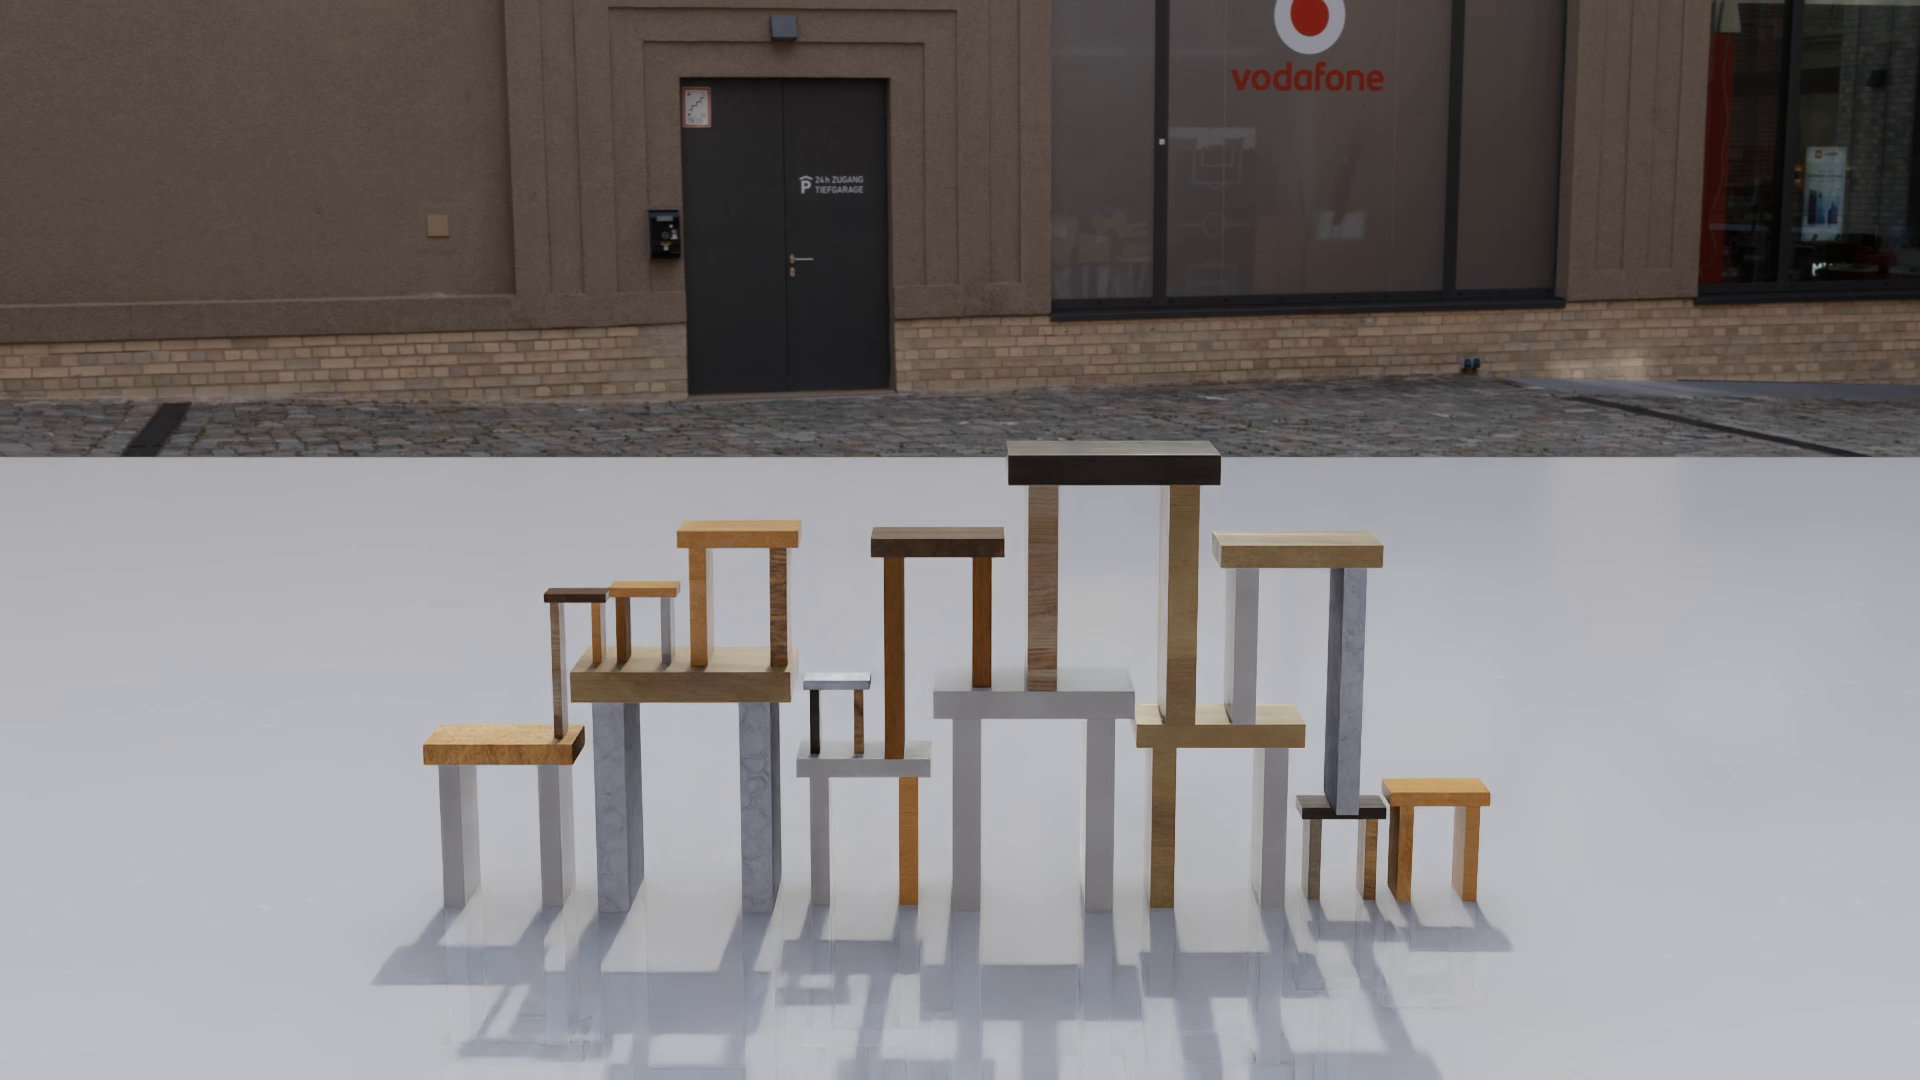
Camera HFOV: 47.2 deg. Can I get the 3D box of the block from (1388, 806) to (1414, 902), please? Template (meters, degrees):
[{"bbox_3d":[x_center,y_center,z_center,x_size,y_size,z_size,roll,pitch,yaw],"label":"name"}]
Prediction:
[{"bbox_3d":[0.733,0.509,3.659,0.023,0.163,0.081,0,11,0],"label":"block"}]

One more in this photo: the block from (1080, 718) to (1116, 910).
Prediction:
[{"bbox_3d":[0.227,0.431,3.639,0.046,0.323,0.162,0,11,0],"label":"block"}]

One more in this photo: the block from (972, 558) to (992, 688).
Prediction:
[{"bbox_3d":[0.036,0.123,3.580,0.030,0.213,0.107,0,11,0],"label":"block"}]

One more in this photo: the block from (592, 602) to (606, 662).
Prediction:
[{"bbox_3d":[-0.589,0.146,3.586,0.014,0.100,0.050,0,11,0],"label":"block"}]

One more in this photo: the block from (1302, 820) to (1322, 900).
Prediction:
[{"bbox_3d":[0.585,0.521,3.662,0.020,0.139,0.069,0,11,0],"label":"block"}]

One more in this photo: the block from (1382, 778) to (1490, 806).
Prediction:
[{"bbox_3d":[0.787,0.418,3.642,0.163,0.023,0.081,0,11,0],"label":"block"}]

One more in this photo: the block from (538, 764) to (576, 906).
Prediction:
[{"bbox_3d":[-0.668,0.472,3.644,0.034,0.241,0.121,0,11,0],"label":"block"}]

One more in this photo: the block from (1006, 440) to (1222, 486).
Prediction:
[{"bbox_3d":[0.243,-0.125,3.540,0.334,0.047,0.167,0,11,0],"label":"block"}]

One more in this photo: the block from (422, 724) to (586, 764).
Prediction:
[{"bbox_3d":[-0.748,0.337,3.619,0.241,0.034,0.121,0,11,0],"label":"block"}]

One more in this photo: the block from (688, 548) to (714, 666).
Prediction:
[{"bbox_3d":[-0.421,0.099,3.582,0.027,0.193,0.097,0,11,0],"label":"block"}]

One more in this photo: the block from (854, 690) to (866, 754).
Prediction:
[{"bbox_3d":[-0.165,0.292,3.617,0.015,0.108,0.054,0,11,0],"label":"block"}]

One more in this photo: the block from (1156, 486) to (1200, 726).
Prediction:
[{"bbox_3d":[0.354,0.091,3.580,0.047,0.392,0.167,0,11,0],"label":"block"}]

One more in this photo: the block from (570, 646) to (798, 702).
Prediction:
[{"bbox_3d":[-0.446,0.220,3.599,0.352,0.050,0.176,0,11,0],"label":"block"}]

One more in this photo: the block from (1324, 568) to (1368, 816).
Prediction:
[{"bbox_3d":[0.630,0.234,3.598,0.036,0.409,0.129,0,11,0],"label":"block"}]

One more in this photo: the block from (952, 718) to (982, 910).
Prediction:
[{"bbox_3d":[0.011,0.431,3.639,0.046,0.323,0.162,0,11,0],"label":"block"}]

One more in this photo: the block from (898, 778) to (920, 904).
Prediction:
[{"bbox_3d":[-0.084,0.483,3.649,0.031,0.218,0.109,0,11,0],"label":"block"}]

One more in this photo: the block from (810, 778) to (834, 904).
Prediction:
[{"bbox_3d":[-0.229,0.483,3.649,0.031,0.218,0.109,0,11,0],"label":"block"}]

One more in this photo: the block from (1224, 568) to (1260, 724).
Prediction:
[{"bbox_3d":[0.458,0.159,3.584,0.036,0.257,0.129,0,11,0],"label":"block"}]

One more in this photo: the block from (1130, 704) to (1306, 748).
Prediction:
[{"bbox_3d":[0.421,0.304,3.614,0.272,0.039,0.136,0,11,0],"label":"block"}]

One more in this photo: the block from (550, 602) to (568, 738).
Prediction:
[{"bbox_3d":[-0.656,0.208,3.598,0.014,0.226,0.050,0,11,0],"label":"block"}]

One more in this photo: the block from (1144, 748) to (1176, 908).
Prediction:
[{"bbox_3d":[0.331,0.457,3.643,0.039,0.272,0.136,0,11,0],"label":"block"}]

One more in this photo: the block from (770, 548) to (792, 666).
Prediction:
[{"bbox_3d":[-0.292,0.099,3.582,0.027,0.194,0.097,0,11,0],"label":"block"}]

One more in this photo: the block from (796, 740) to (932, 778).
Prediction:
[{"bbox_3d":[-0.157,0.361,3.626,0.218,0.031,0.109,0,11,0],"label":"block"}]

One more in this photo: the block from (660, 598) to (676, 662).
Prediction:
[{"bbox_3d":[-0.476,0.141,3.588,0.015,0.109,0.054,0,11,0],"label":"block"}]

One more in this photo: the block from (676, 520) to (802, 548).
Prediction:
[{"bbox_3d":[-0.356,-0.010,3.561,0.194,0.027,0.097,0,11,0],"label":"block"}]

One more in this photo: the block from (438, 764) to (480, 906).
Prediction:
[{"bbox_3d":[-0.828,0.472,3.644,0.034,0.241,0.121,0,11,0],"label":"block"}]

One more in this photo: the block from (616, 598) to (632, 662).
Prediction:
[{"bbox_3d":[-0.549,0.141,3.588,0.015,0.109,0.054,0,11,0],"label":"block"}]

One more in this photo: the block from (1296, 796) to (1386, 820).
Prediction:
[{"bbox_3d":[0.631,0.443,3.647,0.139,0.020,0.069,0,11,0],"label":"block"}]

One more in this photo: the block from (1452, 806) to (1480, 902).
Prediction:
[{"bbox_3d":[0.841,0.509,3.659,0.023,0.163,0.081,0,11,0],"label":"block"}]

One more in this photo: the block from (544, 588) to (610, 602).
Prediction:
[{"bbox_3d":[-0.622,0.090,3.576,0.100,0.014,0.050,0,11,0],"label":"block"}]

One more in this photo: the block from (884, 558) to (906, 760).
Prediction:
[{"bbox_3d":[-0.107,0.182,3.591,0.030,0.334,0.107,0,11,0],"label":"block"}]

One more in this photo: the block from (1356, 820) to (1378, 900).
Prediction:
[{"bbox_3d":[0.678,0.521,3.662,0.020,0.139,0.069,0,11,0],"label":"block"}]

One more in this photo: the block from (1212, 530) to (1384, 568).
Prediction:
[{"bbox_3d":[0.544,0.015,3.557,0.257,0.036,0.129,0,11,0],"label":"block"}]

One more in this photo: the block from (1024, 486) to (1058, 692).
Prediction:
[{"bbox_3d":[0.132,0.063,3.574,0.047,0.334,0.167,0,11,0],"label":"block"}]

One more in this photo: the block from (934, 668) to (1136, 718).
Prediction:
[{"bbox_3d":[0.119,0.250,3.605,0.323,0.046,0.162,0,11,0],"label":"block"}]

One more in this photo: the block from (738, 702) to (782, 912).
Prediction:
[{"bbox_3d":[-0.329,0.417,3.636,0.050,0.352,0.176,0,11,0],"label":"block"}]

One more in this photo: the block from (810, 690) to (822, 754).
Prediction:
[{"bbox_3d":[-0.237,0.292,3.617,0.015,0.108,0.054,0,11,0],"label":"block"}]

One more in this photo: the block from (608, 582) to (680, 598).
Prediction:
[{"bbox_3d":[-0.512,0.080,3.576,0.109,0.015,0.054,0,11,0],"label":"block"}]

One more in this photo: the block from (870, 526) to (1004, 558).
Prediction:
[{"bbox_3d":[-0.036,0.003,3.557,0.213,0.030,0.107,0,11,0],"label":"block"}]

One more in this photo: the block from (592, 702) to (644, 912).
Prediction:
[{"bbox_3d":[-0.564,0.417,3.636,0.050,0.352,0.176,0,11,0],"label":"block"}]

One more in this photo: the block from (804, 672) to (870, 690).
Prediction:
[{"bbox_3d":[-0.201,0.231,3.605,0.108,0.015,0.054,0,11,0],"label":"block"}]

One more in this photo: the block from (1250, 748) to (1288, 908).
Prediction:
[{"bbox_3d":[0.512,0.457,3.643,0.039,0.272,0.136,0,10,0],"label":"block"}]
